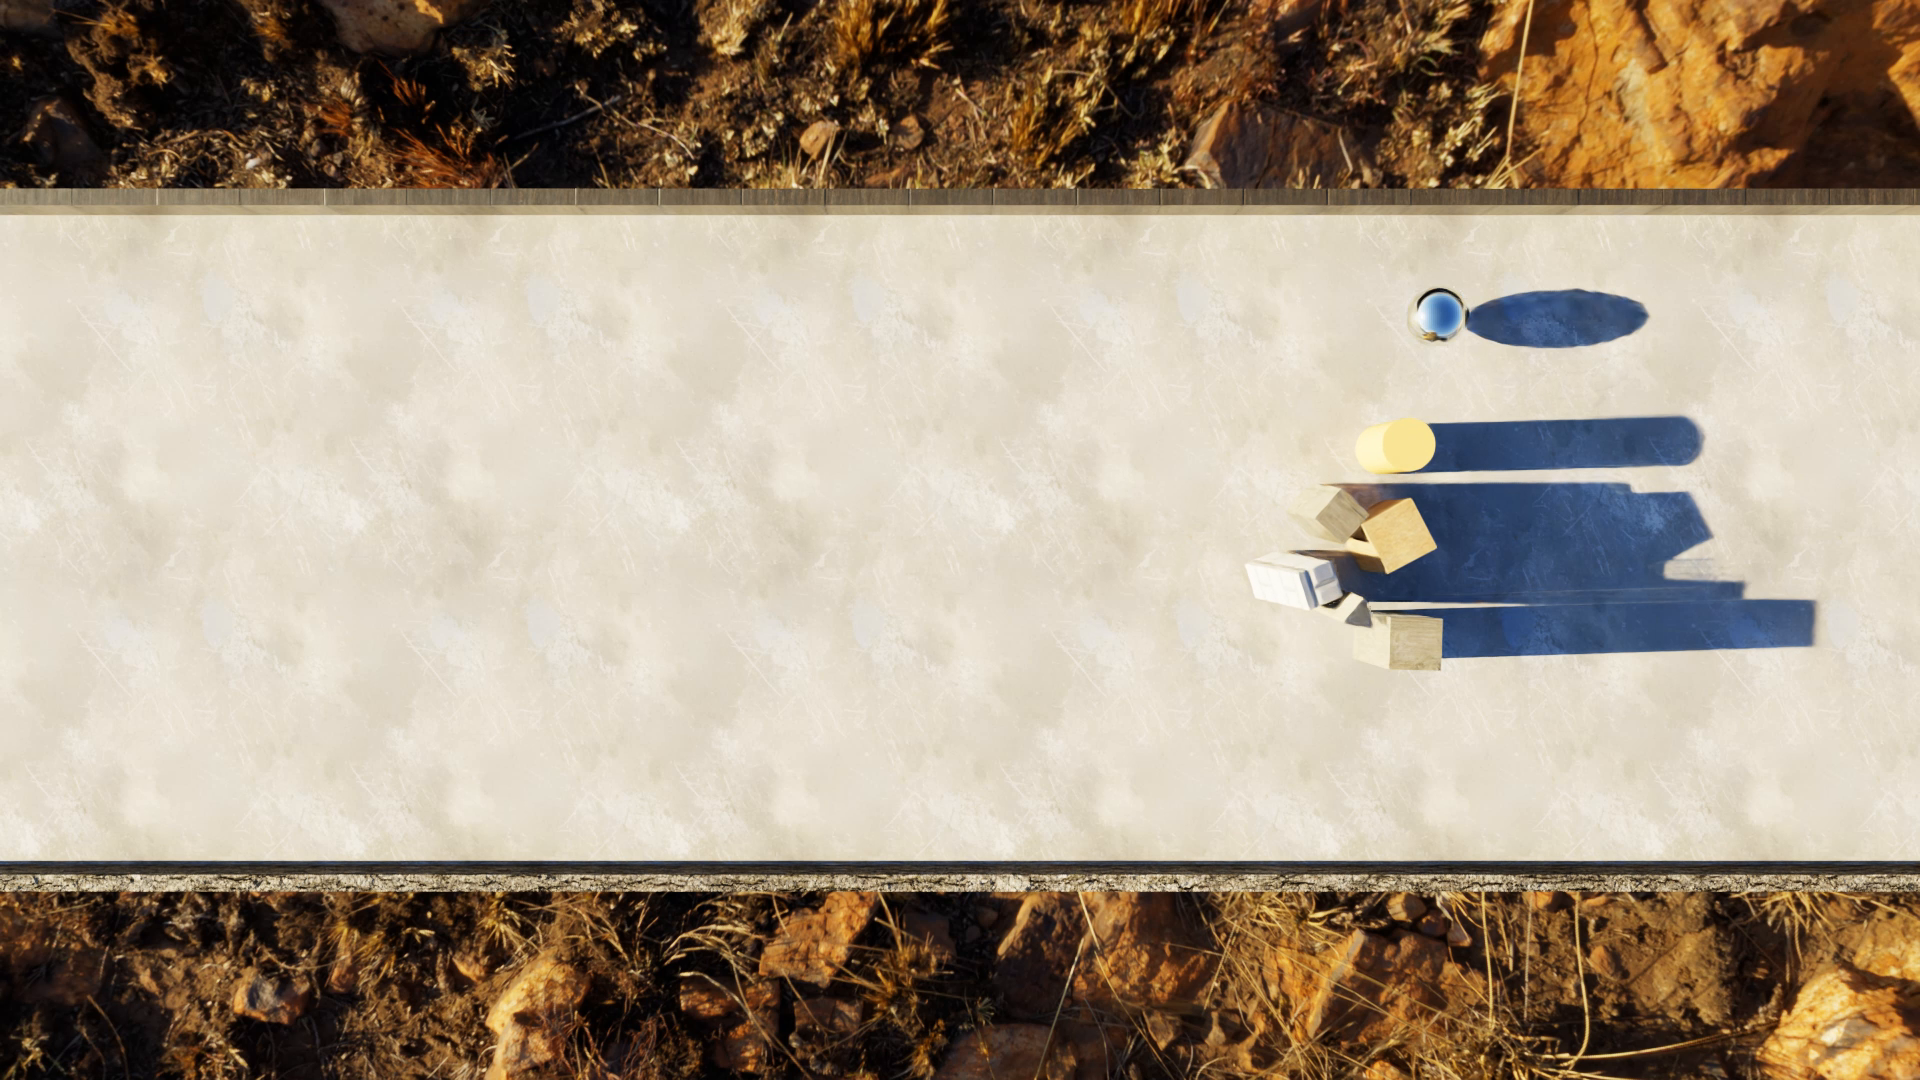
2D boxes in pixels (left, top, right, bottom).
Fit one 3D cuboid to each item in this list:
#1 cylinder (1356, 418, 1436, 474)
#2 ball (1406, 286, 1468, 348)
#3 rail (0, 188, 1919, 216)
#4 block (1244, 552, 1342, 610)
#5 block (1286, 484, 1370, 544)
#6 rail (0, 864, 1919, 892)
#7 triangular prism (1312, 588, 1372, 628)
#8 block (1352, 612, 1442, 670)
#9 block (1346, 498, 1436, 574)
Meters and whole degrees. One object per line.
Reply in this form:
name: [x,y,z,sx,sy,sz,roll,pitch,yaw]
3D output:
cylinder: [1.296,-0.278,4.922,0.154,0.307,0.154,0,91,-1]
ball: [1.429,-0.669,4.939,0.182,0.182,0.182,0,90,0]
rail: [-2.247,-1.025,5.002,12.000,0.150,0.050,0,90,0]
block: [0.983,0.117,4.879,0.111,0.368,0.111,-21,99,-12]
block: [1.091,-0.080,4.917,0.116,0.308,0.116,41,90,-7]
rail: [-2.247,1.025,5.001,12.000,0.150,0.050,0,90,0]
triangular prism: [1.087,0.171,4.856,0.092,0.425,0.079,10,96,-14]
block: [1.285,0.294,4.863,0.147,0.427,0.147,2,90,0]
block: [1.268,-0.013,4.918,0.161,0.316,0.161,-28,91,0]
